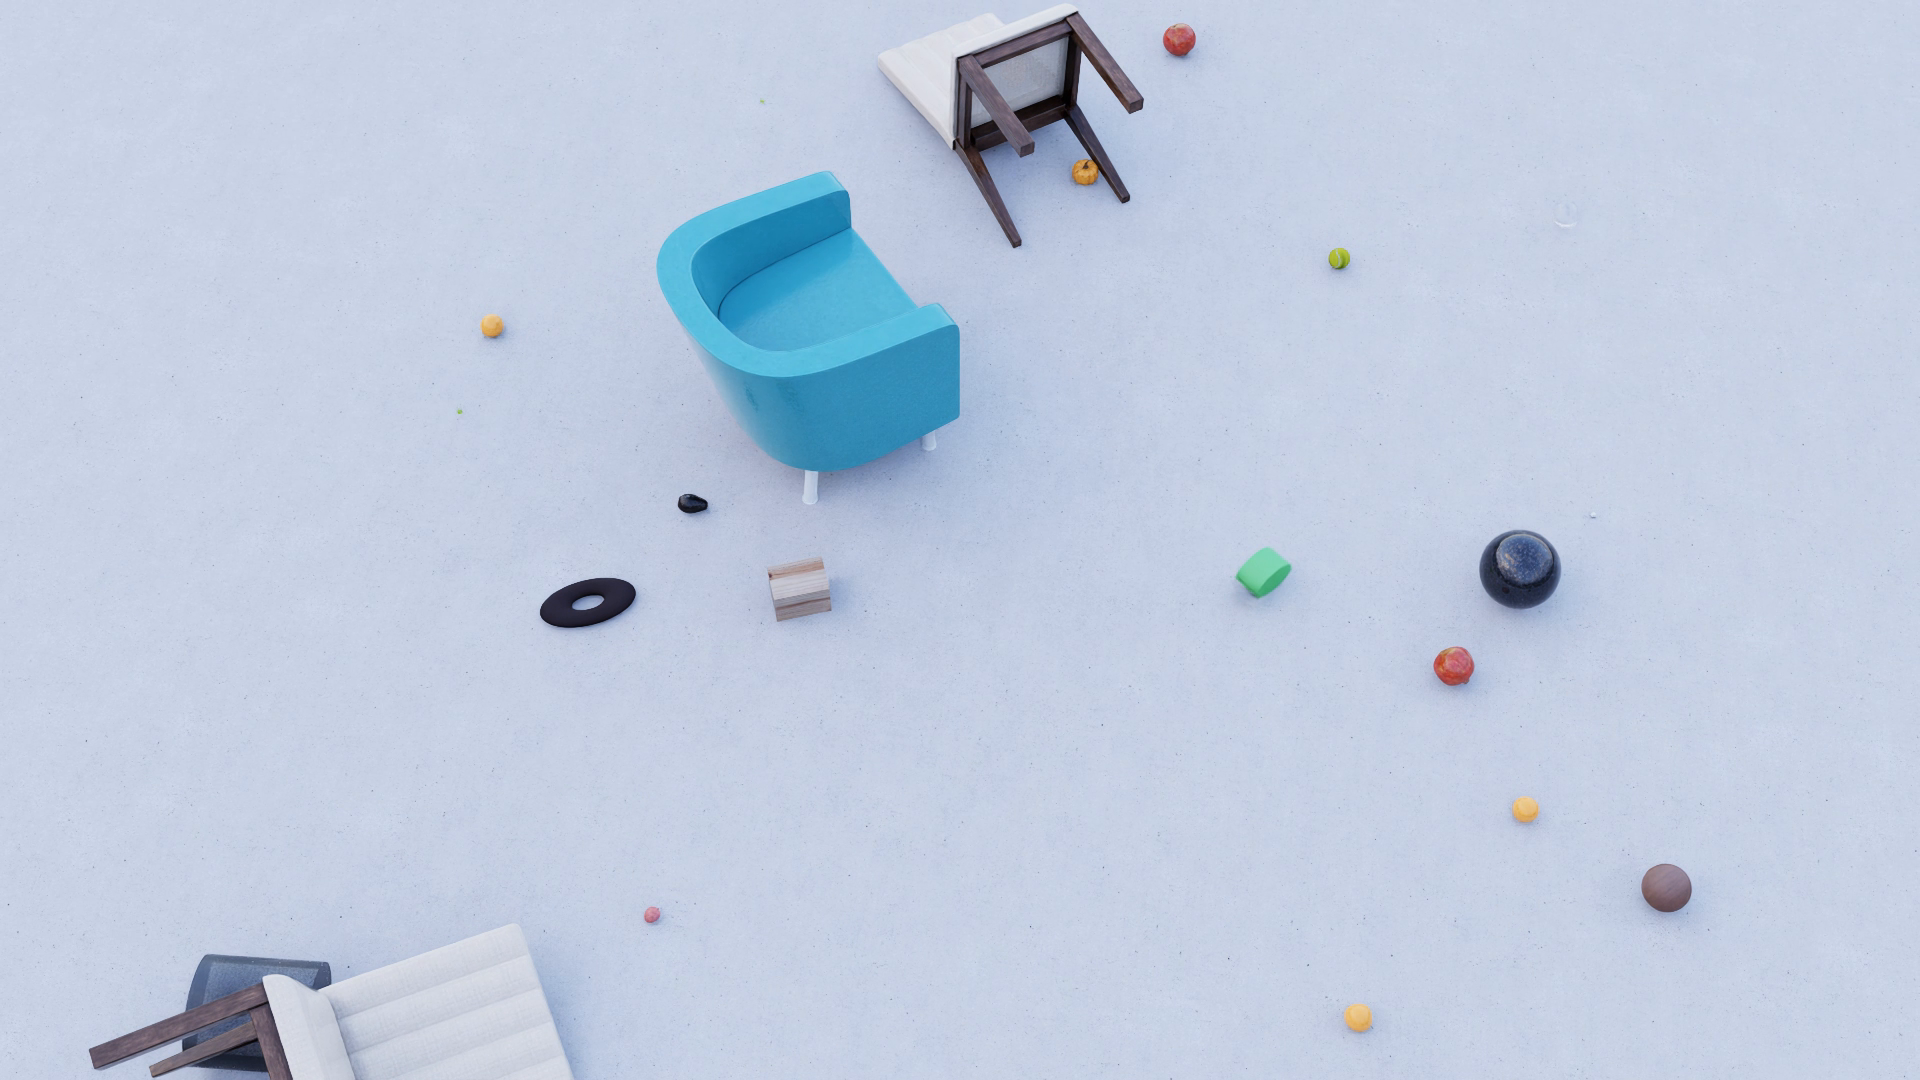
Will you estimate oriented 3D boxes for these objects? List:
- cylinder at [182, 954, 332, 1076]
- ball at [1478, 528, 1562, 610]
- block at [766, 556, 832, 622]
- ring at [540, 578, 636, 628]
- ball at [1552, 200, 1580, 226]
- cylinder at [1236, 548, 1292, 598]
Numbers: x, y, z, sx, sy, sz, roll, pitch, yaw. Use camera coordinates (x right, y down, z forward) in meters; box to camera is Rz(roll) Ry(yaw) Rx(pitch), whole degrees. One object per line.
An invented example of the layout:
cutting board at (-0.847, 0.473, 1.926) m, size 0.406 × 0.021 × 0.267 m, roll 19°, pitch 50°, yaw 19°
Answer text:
cylinder at (-1.800, 1.216, 5.640) m, size 0.308 × 0.191 × 0.289 m, roll 3°, pitch 67°, yaw 2°
ball at (1.624, 0.085, 6.376) m, size 0.234 × 0.234 × 0.234 m, roll 0°, pitch 56°, yaw 0°
block at (-0.468, 0.143, 6.406) m, size 0.162 × 0.119 × 0.116 m, roll -11°, pitch 57°, yaw -8°
ring at (-1.088, 0.183, 6.428) m, size 0.285 × 0.040 × 0.152 m, roll -15°, pitch 58°, yaw -10°
ball at (1.996, -1.075, 7.244) m, size 0.085 × 0.085 × 0.085 m, roll 0°, pitch 56°, yaw 0°
cylinder at (0.889, 0.096, 6.444) m, size 0.154 × 0.106 × 0.084 m, roll -31°, pitch 61°, yaw -34°
